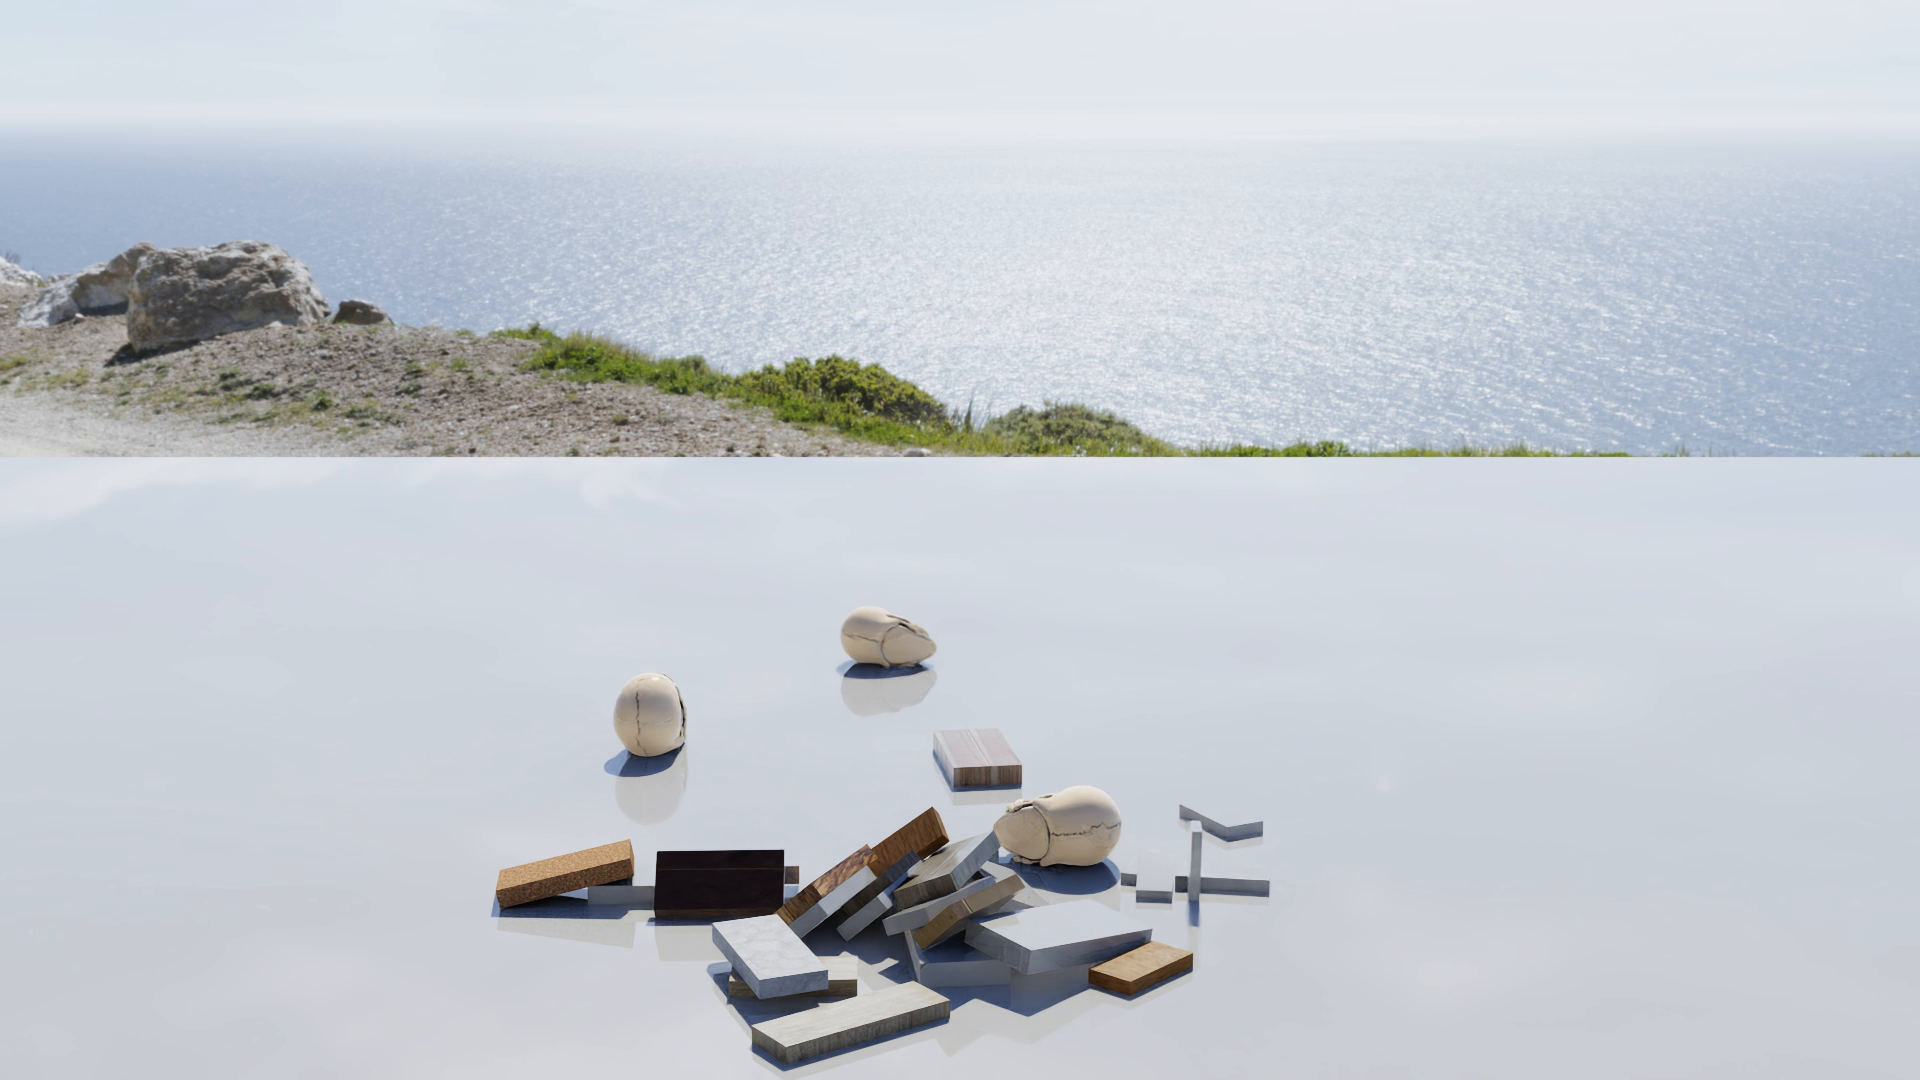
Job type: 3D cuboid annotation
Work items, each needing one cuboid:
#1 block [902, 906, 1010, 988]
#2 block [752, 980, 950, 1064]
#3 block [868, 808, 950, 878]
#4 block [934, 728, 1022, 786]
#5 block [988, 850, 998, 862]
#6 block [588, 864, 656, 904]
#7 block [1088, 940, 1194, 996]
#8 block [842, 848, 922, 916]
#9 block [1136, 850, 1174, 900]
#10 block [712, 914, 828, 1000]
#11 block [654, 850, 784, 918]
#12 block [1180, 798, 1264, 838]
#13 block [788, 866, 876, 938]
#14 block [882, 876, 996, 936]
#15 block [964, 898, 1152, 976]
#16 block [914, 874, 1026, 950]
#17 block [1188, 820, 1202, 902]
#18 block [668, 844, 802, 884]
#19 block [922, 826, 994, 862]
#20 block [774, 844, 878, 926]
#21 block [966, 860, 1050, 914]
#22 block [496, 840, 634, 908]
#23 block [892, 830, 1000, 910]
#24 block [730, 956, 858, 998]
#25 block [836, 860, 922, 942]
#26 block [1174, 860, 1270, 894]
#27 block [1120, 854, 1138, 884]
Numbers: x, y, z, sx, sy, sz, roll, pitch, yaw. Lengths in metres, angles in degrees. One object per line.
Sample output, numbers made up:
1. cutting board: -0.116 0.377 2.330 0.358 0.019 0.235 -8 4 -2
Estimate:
1. block: -0.009 0.620 3.401 0.135 0.038 0.271 -1 11 -7
2. block: -0.152 0.681 3.111 0.276 0.026 0.090 -8 13 -36
3. block: -0.101 0.520 3.654 0.172 0.021 0.074 -35 35 7
4. block: 0.033 0.434 4.405 0.135 0.038 0.271 -2 11 -9
5. block: -0.014 0.552 3.814 0.148 0.021 0.074 -8 13 -35
6. block: -0.502 0.574 3.671 0.222 0.031 0.111 0 11 -1
7. block: 0.273 0.644 3.315 0.078 0.022 0.157 9 14 41
8. block: -0.127 0.551 3.533 0.074 0.021 0.148 -34 -7 -43
9. block: 0.328 0.562 3.692 0.060 0.017 0.120 1 25 7
10. block: -0.286 0.620 3.283 0.104 0.029 0.248 -4 11 -22
11. block: -0.390 0.559 3.579 0.208 0.104 0.029 0 -34 -2
12. block: 0.478 0.511 4.036 0.078 0.022 0.157 -5 12 -27
13. block: -0.209 0.581 3.491 0.094 0.027 0.187 -41 -7 23
14. block: -0.029 0.567 3.414 0.090 0.026 0.181 -23 -5 37
15. block: 0.152 0.604 3.358 0.271 0.038 0.135 0 13 -44
16. block: 0.015 0.567 3.358 0.090 0.026 0.181 -45 -18 32
17. block: 0.390 0.533 3.649 0.017 0.120 0.060 2 11 3
18. block: -0.378 0.542 3.669 0.222 0.031 0.111 0 10 -2
19. block: -0.056 0.537 3.760 0.212 0.030 0.106 -9 14 -41
20. block: -0.220 0.563 3.564 0.104 0.029 0.208 -41 -7 24
21. block: 0.073 0.571 3.575 0.106 0.030 0.240 22 2 -20
22. block: -0.654 0.553 3.653 0.222 0.031 0.111 -13 10 -6
23. block: -0.020 0.527 3.524 0.106 0.030 0.212 -22 3 23
24. block: -0.246 0.650 3.273 0.187 0.027 0.094 0 11 -2
25. block: -0.121 0.576 3.519 0.094 0.027 0.187 -41 -6 22
26. block: 0.444 0.569 3.719 0.157 0.022 0.078 2 11 9
27. block: 0.320 0.563 3.769 0.060 0.017 0.120 4 11 19
